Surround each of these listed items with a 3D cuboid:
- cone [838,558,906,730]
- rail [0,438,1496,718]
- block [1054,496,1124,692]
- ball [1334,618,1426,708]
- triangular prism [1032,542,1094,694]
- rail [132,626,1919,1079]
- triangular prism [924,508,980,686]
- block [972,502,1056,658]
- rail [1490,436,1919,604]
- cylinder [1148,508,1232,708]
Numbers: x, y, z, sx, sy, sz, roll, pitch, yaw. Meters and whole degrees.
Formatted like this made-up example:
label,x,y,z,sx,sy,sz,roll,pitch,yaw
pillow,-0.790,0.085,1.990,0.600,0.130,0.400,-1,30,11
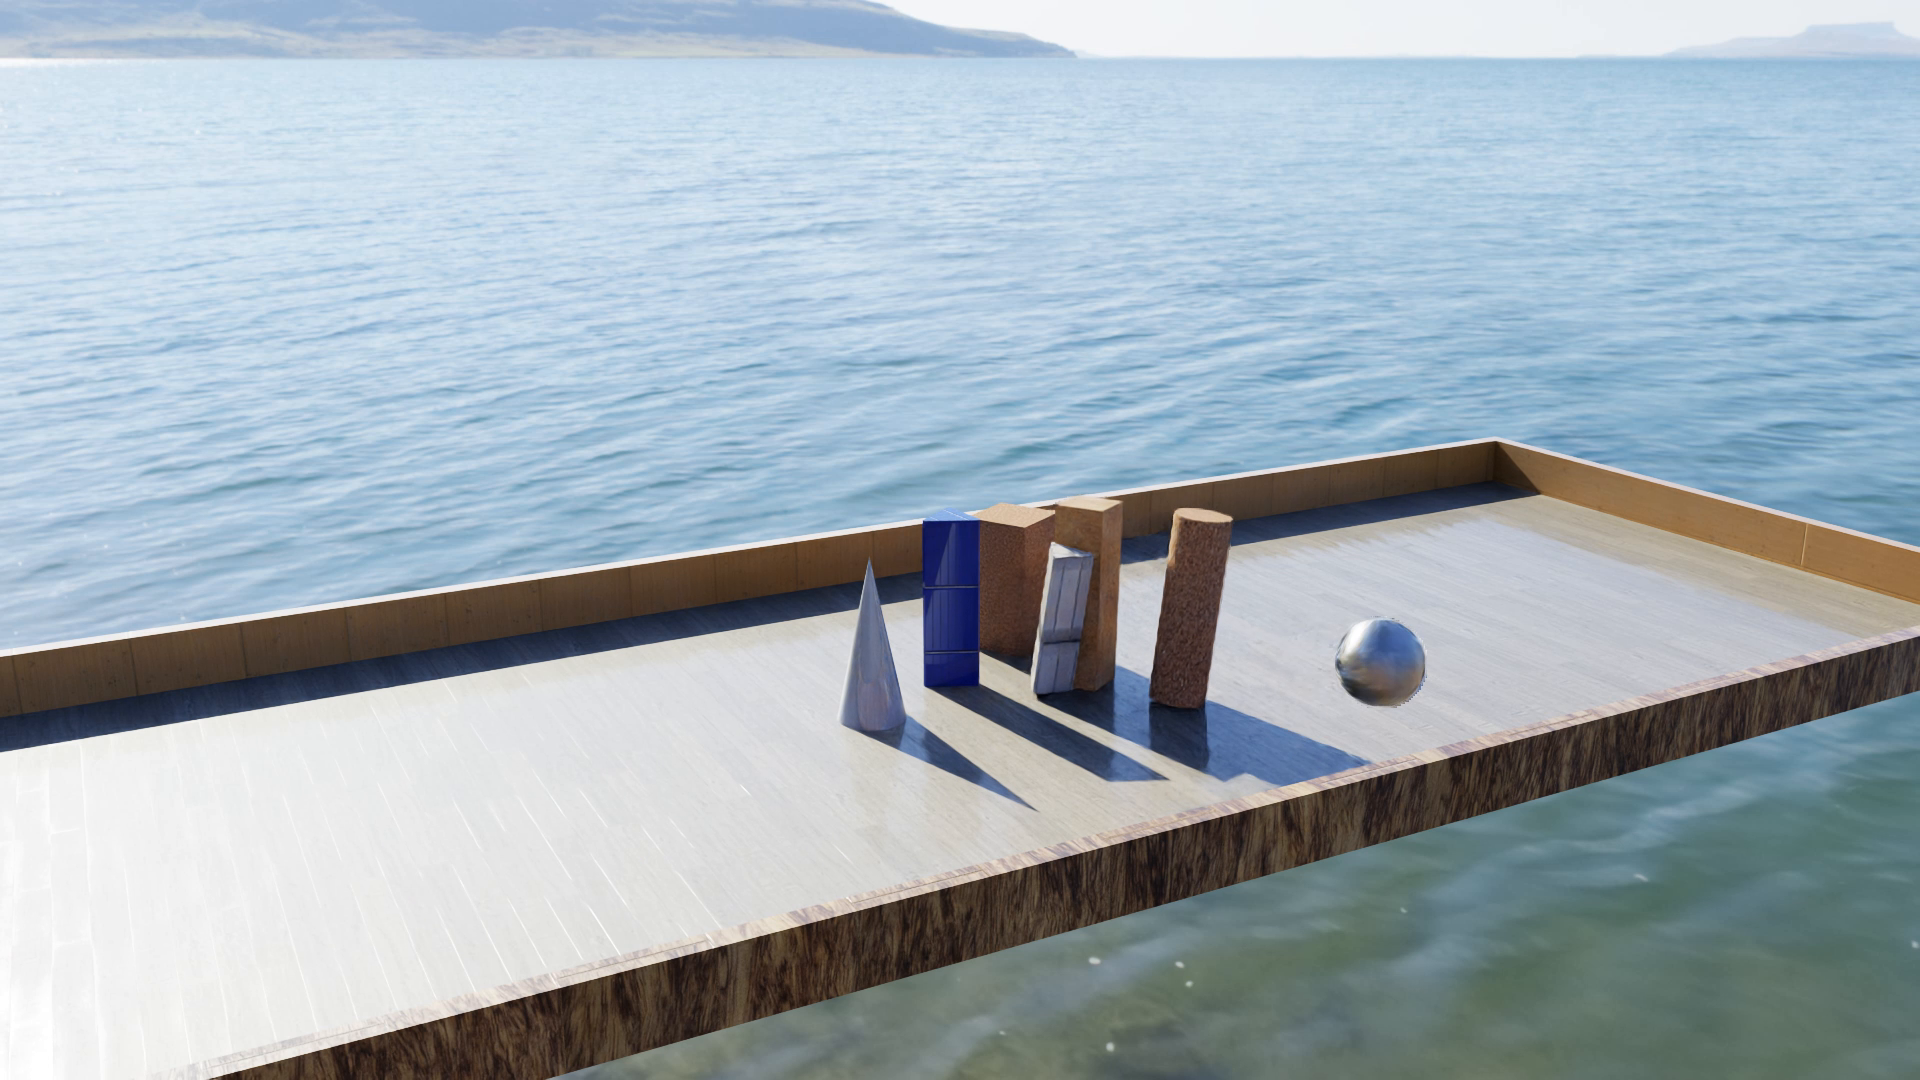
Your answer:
label,x,y,z,sx,sy,sz,roll,pitch,yaw
cone,-0.209,0.230,3.865,0.165,0.399,0.165,0,16,0
rail,-3.305,0.497,3.399,12.000,0.150,0.050,-9,18,-27
block,0.313,0.131,4.090,0.124,0.456,0.124,9,16,27
ball,0.932,0.273,3.663,0.196,0.196,0.196,0,16,0
triangular prism,0.227,0.190,4.046,0.116,0.356,0.100,-3,20,-31
rail,-2.336,1.006,1.665,12.000,0.150,0.050,-9,18,-27
triangular prism,-0.024,0.141,4.112,0.137,0.430,0.119,-1,16,-3
block,0.138,0.104,4.374,0.177,0.354,0.177,10,19,31
rail,2.466,-0.048,5.253,0.050,0.150,2.100,-9,18,-27
cylinder,0.552,0.164,3.962,0.137,0.458,0.137,6,13,-1
